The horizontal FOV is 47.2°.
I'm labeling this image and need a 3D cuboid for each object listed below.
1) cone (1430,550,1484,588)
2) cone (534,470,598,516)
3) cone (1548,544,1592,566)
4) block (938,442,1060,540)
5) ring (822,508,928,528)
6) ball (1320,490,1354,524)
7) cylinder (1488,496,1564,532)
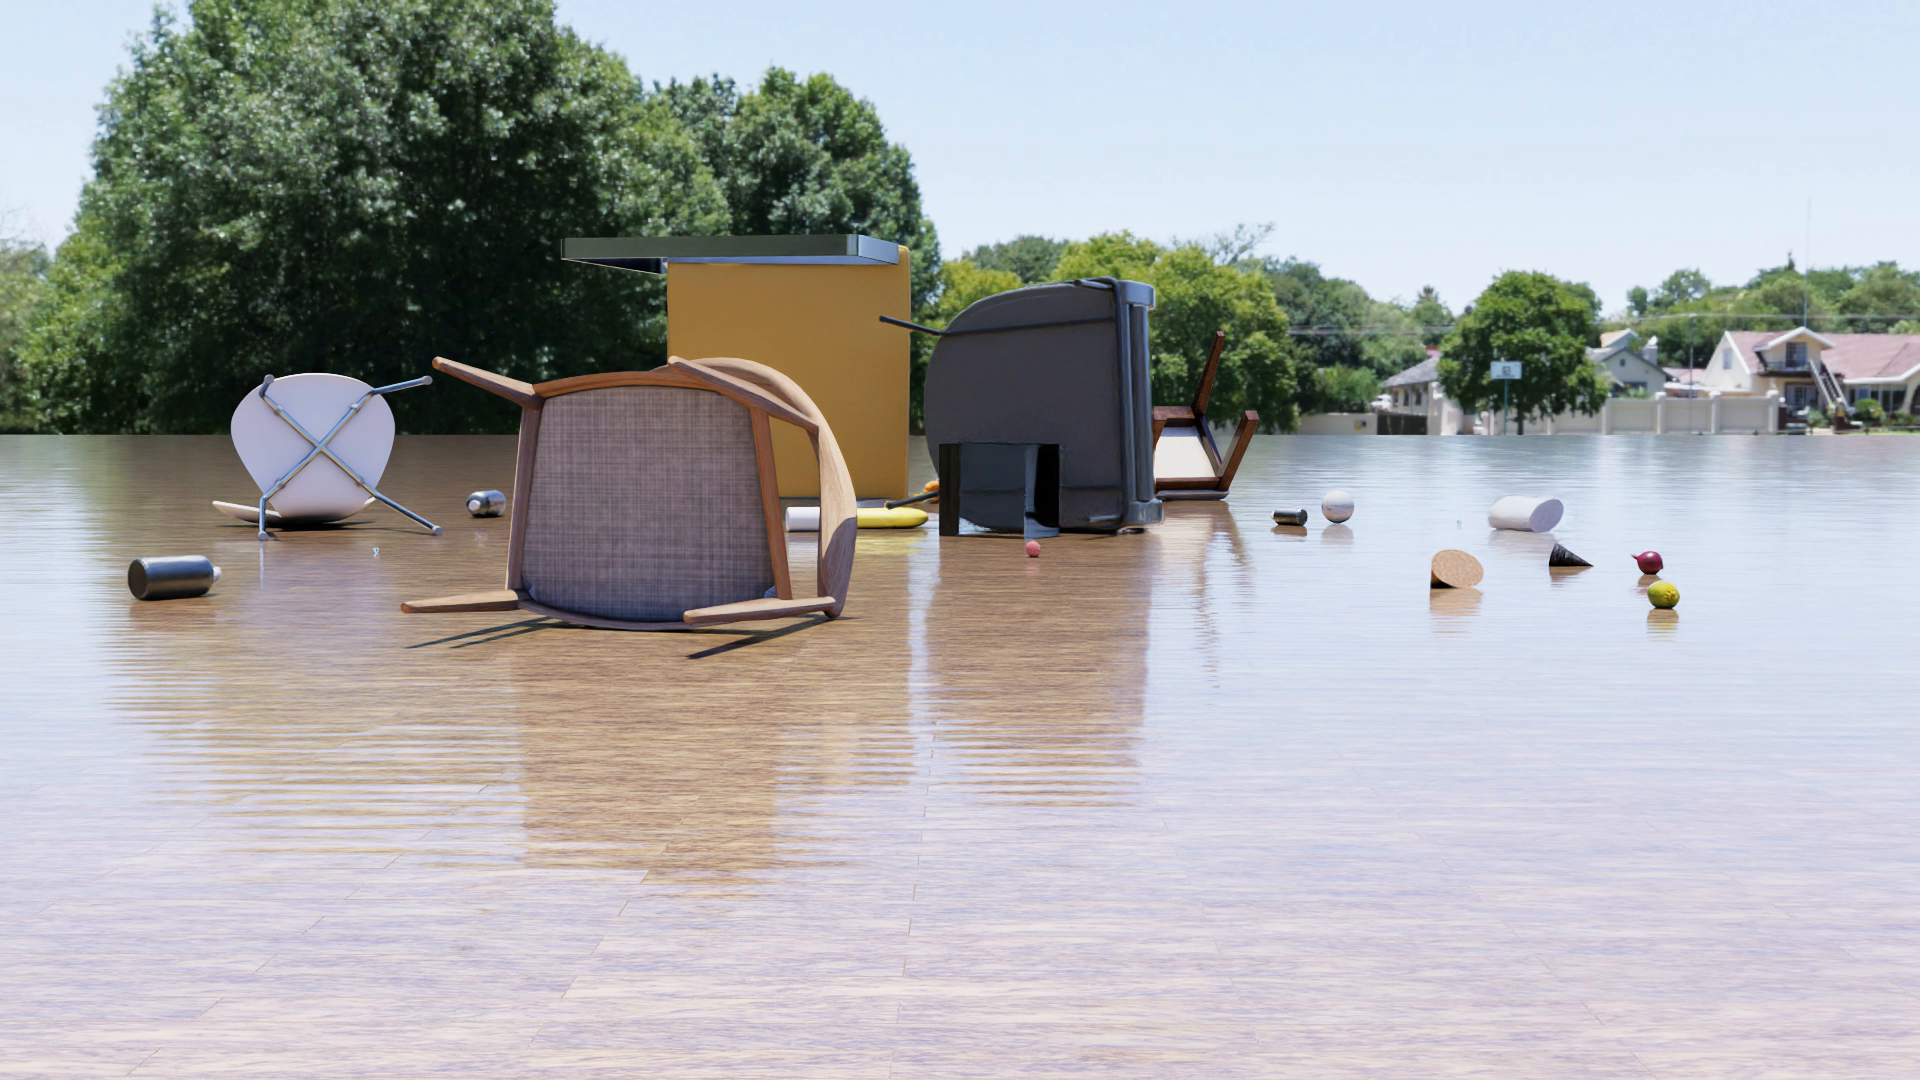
[{"bbox_3d":[1.106,0.083,5.026,0.162,0.094,0.095,2,-24,-32],"label":"cone"},{"bbox_3d":[-1.366,-0.132,7.871,0.255,0.160,0.187,-25,-39,33],"label":"cone"},{"bbox_3d":[1.559,0.051,5.589,0.108,0.061,0.107,18,8,18],"label":"cone"},{"bbox_3d":[0.119,-0.153,6.726,0.305,0.281,0.205,2,5,32],"label":"block"},{"bbox_3d":[-0.278,-0.071,7.149,0.352,0.060,0.218,0,3,3],"label":"ring"},{"bbox_3d":[1.263,-0.111,7.350,0.112,0.112,0.112,0,4,0],"label":"ball"},{"bbox_3d":[1.793,-0.082,6.967,0.145,0.094,0.201,-30,15,-20],"label":"cylinder"}]
